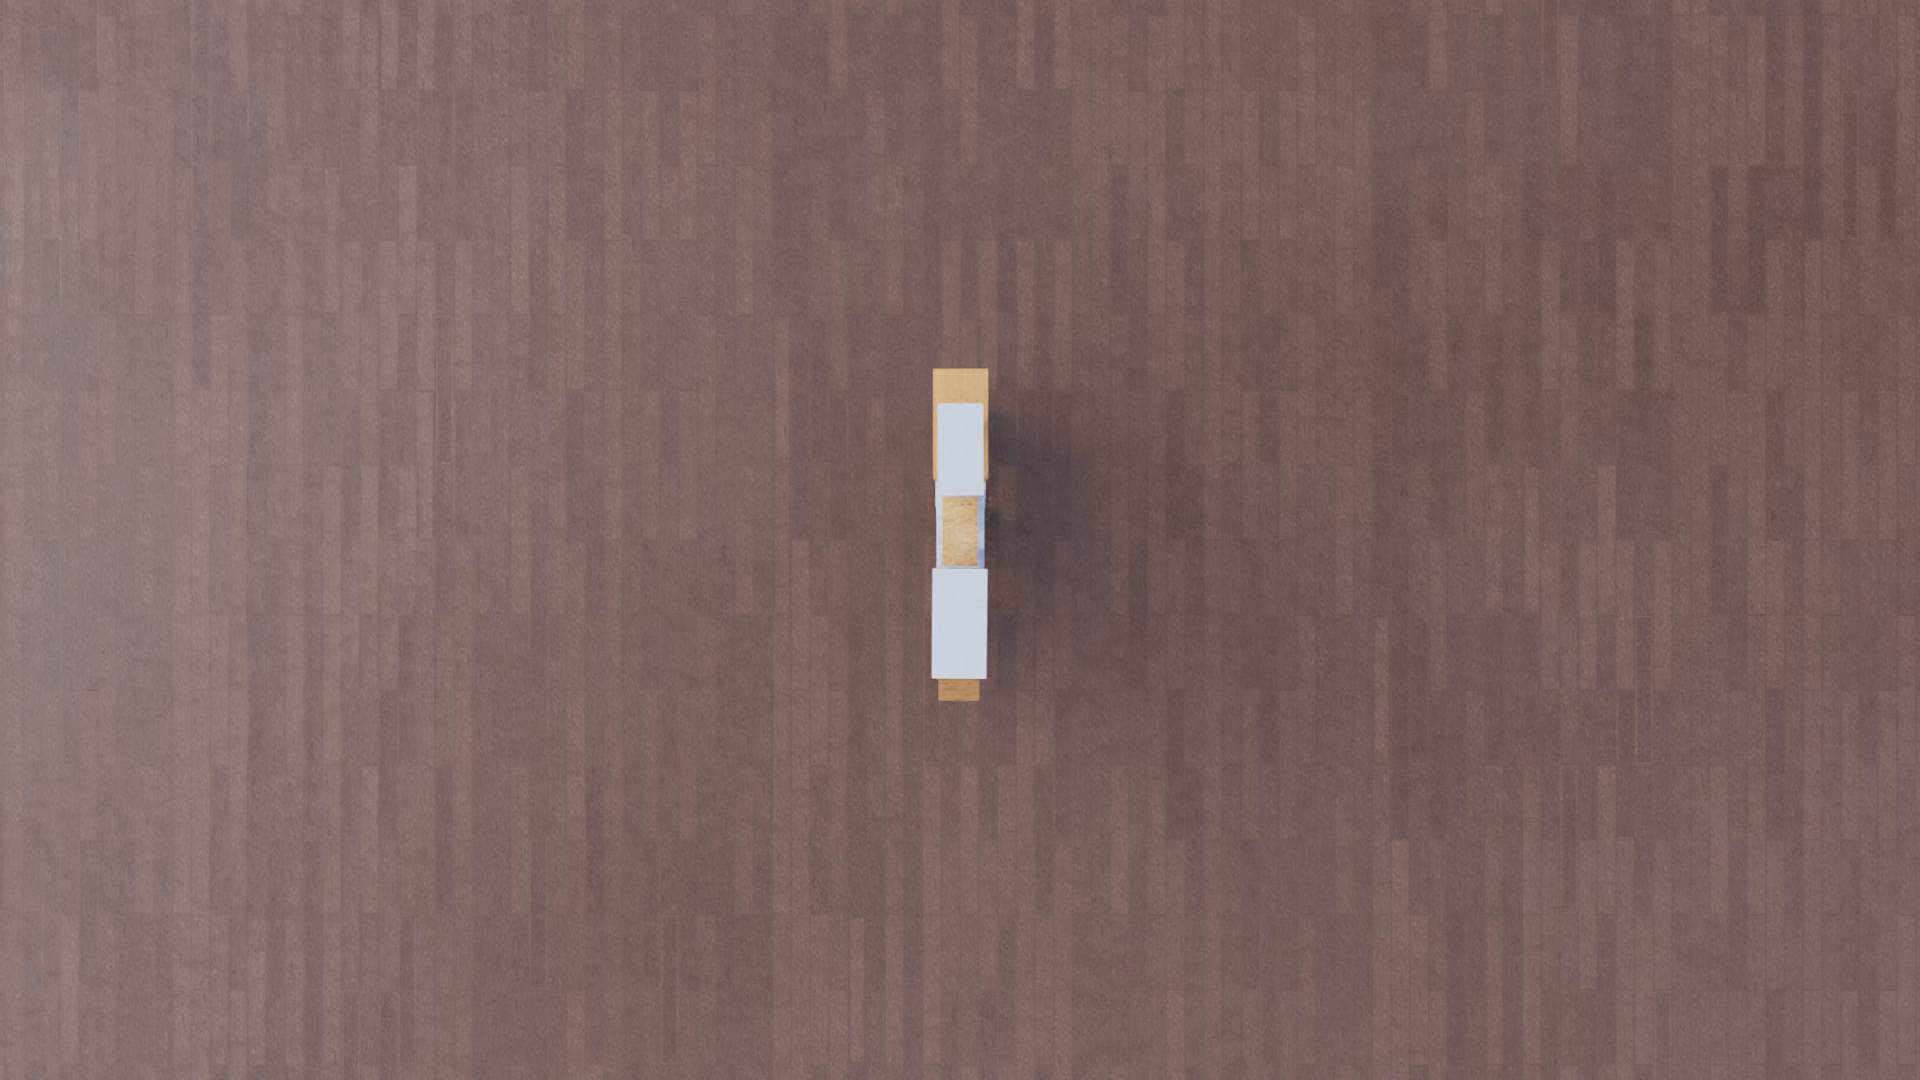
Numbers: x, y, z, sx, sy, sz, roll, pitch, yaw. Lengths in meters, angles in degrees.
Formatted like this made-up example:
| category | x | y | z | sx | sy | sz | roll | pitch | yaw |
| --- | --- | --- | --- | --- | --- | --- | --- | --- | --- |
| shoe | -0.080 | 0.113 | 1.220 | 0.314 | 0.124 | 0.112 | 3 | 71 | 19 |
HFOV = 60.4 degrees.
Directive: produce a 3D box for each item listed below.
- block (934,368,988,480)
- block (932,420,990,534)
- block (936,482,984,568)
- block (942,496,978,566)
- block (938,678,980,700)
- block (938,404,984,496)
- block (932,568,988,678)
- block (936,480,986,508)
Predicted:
| category | x | y | z | sx | sy | sz | roll | pitch | yaw |
| --- | --- | --- | --- | --- | --- | --- | --- | --- | --- |
| block | 0.002 | -0.312 | 4.450 | 0.148 | 0.042 | 0.296 | 0 | 90 | 0 |
| block | 0.002 | -0.194 | 5.123 | 0.176 | 0.050 | 0.352 | 0 | 90 | 0 |
| block | 0.001 | -0.030 | 4.490 | 0.130 | 0.037 | 0.259 | 0 | 90 | 0 |
| block | 0.000 | -0.023 | 4.278 | 0.090 | 0.026 | 0.181 | 0 | 90 | 0 |
| block | -0.003 | 0.343 | 4.731 | 0.117 | 0.033 | 0.233 | 0 | 90 | 0 |
| block | 0.001 | -0.229 | 4.180 | 0.116 | 0.033 | 0.232 | 0 | 90 | 0 |
| block | -0.001 | 0.211 | 4.176 | 0.138 | 0.039 | 0.276 | 1 | 90 | 0 |
| block | 0.001 | -0.237 | 4.788 | 0.145 | 0.041 | 0.290 | 0 | 90 | 0 |
